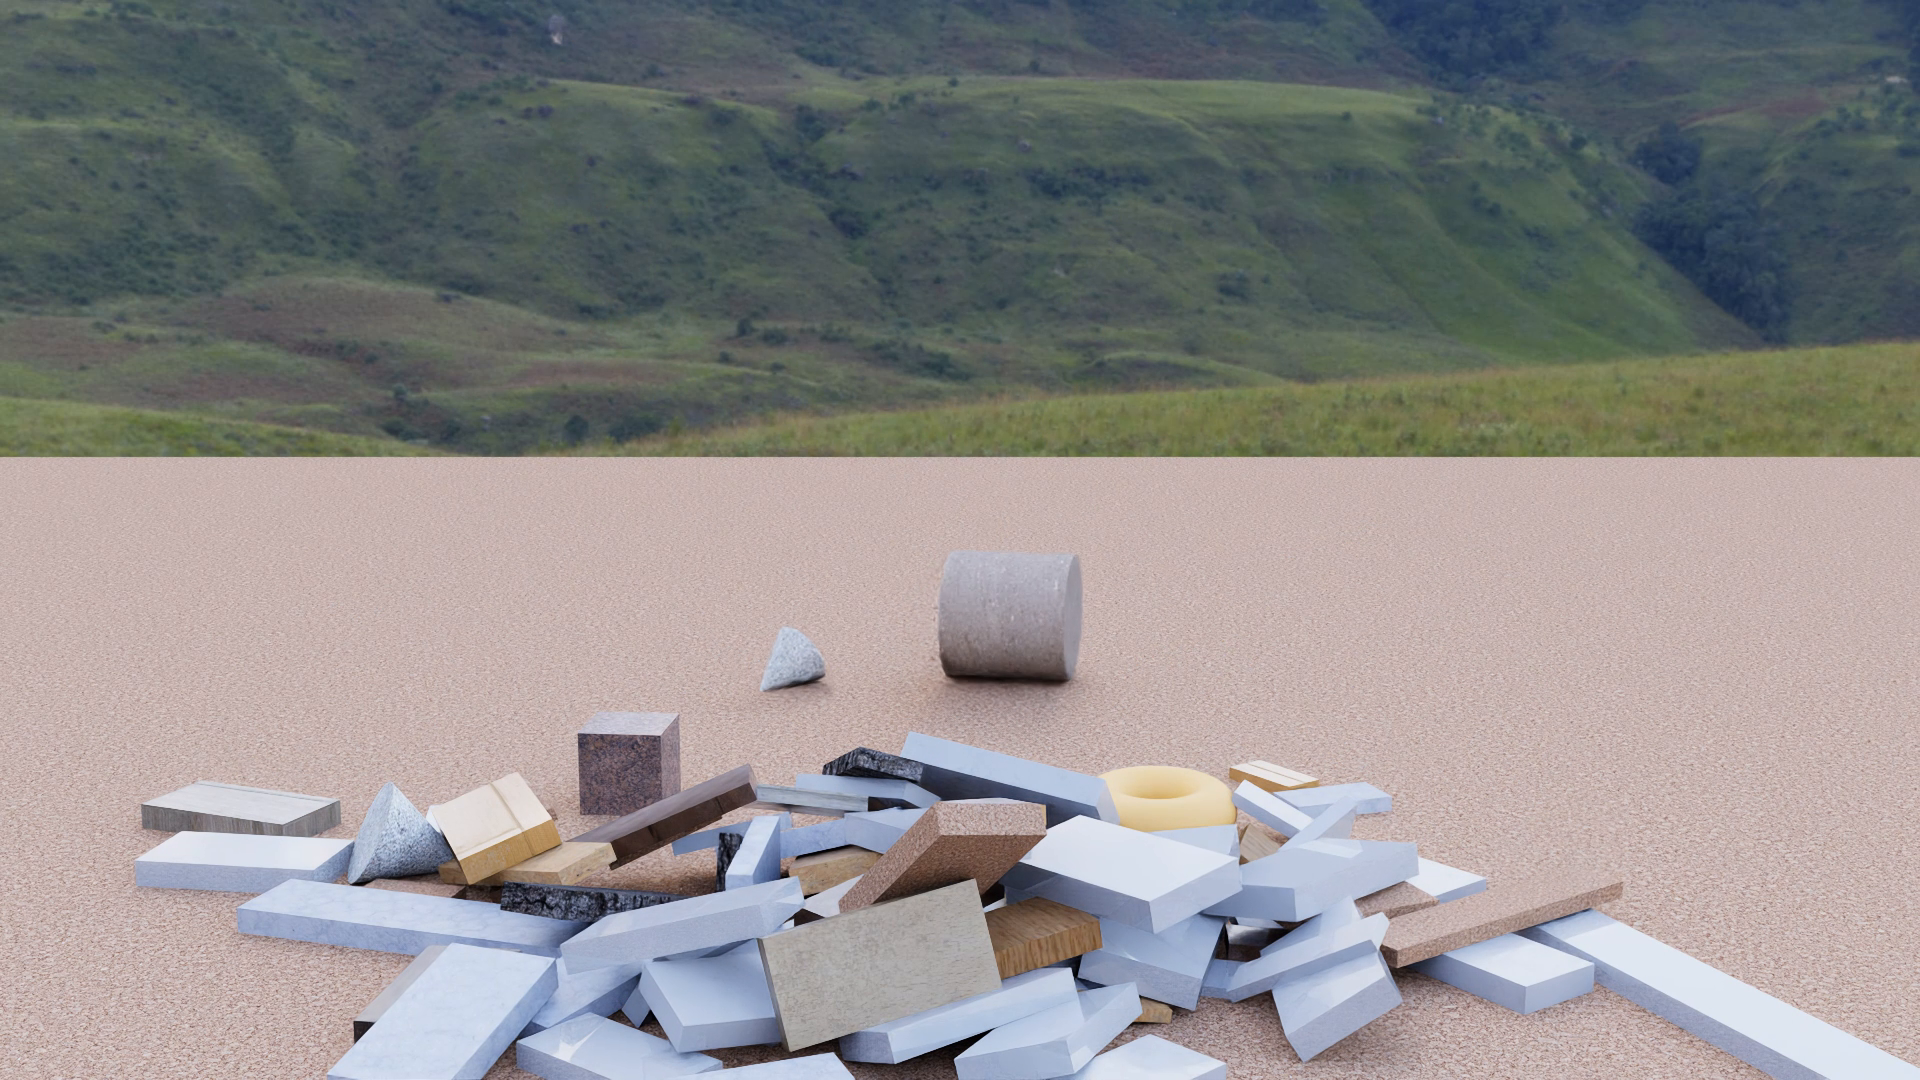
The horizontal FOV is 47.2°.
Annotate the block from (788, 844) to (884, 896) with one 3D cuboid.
[{"bbox_3d":[-0.192,0.530,3.585,0.154,0.044,0.309,-12,-3,-2],"label":"block"}]

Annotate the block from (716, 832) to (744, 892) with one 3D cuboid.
[{"bbox_3d":[-0.366,0.528,3.531,0.029,0.104,0.207,3,-11,-1],"label":"block"}]

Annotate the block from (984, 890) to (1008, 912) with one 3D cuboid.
[{"bbox_3d":[0.066,0.582,3.488,0.135,0.038,0.270,23,16,12],"label":"block"}]

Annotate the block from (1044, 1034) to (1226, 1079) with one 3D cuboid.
[{"bbox_3d":[0.203,0.698,2.785,0.260,0.037,0.130,-10,14,-43],"label":"block"}]

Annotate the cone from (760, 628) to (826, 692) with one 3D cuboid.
[{"bbox_3d":[-0.410,0.303,5.033,0.147,0.147,0.147,10,41,44],"label":"cone"}]

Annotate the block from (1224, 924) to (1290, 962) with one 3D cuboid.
[{"bbox_3d":[0.501,0.624,3.370,0.185,0.026,0.092,5,9,3],"label":"block"}]

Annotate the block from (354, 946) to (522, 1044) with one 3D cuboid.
[{"bbox_3d":[-0.749,0.660,3.177,0.145,0.041,0.290,1,11,7],"label":"block"}]

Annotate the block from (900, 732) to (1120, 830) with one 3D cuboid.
[{"bbox_3d":[0.088,0.430,3.801,0.358,0.051,0.179,12,-26,20],"label":"block"}]

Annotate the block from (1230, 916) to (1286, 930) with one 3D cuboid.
[{"bbox_3d":[0.481,0.603,3.529,0.092,0.026,0.185,0,11,-3],"label":"block"}]

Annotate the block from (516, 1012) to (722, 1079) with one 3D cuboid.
[{"bbox_3d":[-0.458,0.704,2.953,0.263,0.037,0.131,8,13,38],"label":"block"}]

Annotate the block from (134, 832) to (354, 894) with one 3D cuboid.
[{"bbox_3d":[-1.218,0.551,3.755,0.320,0.045,0.160,2,11,9],"label":"block"}]

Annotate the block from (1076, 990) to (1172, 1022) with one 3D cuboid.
[{"bbox_3d":[0.227,0.665,3.140,0.135,0.019,0.068,8,7,-23],"label":"block"}]

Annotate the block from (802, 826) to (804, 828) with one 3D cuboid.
[{"bbox_3d":[-0.171,0.522,3.983,0.256,0.019,0.068,-6,12,-28],"label":"block"}]

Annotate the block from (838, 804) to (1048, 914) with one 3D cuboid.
[{"bbox_3d":[-0.029,0.462,3.083,0.164,0.046,0.328,4,-33,-28],"label":"block"}]

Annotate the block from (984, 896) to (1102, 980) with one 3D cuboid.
[{"bbox_3d":[0.036,0.585,3.155,0.299,0.042,0.149,-13,12,-22],"label":"block"}]

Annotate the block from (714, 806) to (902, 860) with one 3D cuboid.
[{"bbox_3d":[-0.250,0.505,3.717,0.309,0.044,0.154,-12,-7,0],"label":"block"}]

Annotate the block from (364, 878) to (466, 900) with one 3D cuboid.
[{"bbox_3d":[-0.906,0.588,3.618,0.163,0.023,0.081,3,11,14],"label":"block"}]

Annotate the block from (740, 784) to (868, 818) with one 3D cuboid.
[{"bbox_3d":[-0.270,0.448,3.768,0.203,0.029,0.101,9,-16,-19],"label":"block"}]

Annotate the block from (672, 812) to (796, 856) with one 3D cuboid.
[{"bbox_3d":[-0.385,0.499,3.737,0.202,0.029,0.101,-13,-7,-3],"label":"block"}]

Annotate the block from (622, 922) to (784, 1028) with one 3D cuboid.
[{"bbox_3d":[-0.366,0.609,3.199,0.037,0.131,0.263,44,30,19],"label":"block"}]

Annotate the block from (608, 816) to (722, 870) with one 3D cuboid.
[{"bbox_3d":[-0.504,0.488,3.707,0.203,0.029,0.101,-25,12,-8],"label":"block"}]

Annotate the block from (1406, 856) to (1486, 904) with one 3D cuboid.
[{"bbox_3d":[0.701,0.584,3.582,0.304,0.043,0.152,-9,14,-39],"label":"block"}]

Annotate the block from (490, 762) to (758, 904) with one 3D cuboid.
[{"bbox_3d":[-0.555,0.490,3.642,0.461,0.033,0.115,-23,12,-1],"label":"block"}]

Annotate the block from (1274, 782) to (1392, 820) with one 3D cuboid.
[{"bbox_3d":[0.699,0.491,4.128,0.196,0.028,0.098,-4,11,-19],"label":"block"}]

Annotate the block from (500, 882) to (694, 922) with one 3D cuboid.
[{"bbox_3d":[-0.532,0.561,3.376,0.153,0.043,0.307,-1,-11,42],"label":"block"}]

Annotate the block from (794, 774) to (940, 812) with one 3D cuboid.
[{"bbox_3d":[-0.162,0.445,3.841,0.230,0.033,0.115,0,-21,32],"label":"block"}]

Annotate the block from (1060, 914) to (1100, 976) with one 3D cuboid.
[{"bbox_3d":[0.126,0.609,3.328,0.135,0.038,0.270,31,25,29],"label":"block"}]

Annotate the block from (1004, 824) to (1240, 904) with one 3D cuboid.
[{"bbox_3d":[0.254,0.505,3.424,0.348,0.049,0.174,-7,6,12],"label":"block"}]

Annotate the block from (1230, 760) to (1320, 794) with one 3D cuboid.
[{"bbox_3d":[0.611,0.465,4.279,0.082,0.023,0.165,-8,13,-35],"label":"block"}]

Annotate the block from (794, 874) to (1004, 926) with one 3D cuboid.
[{"bbox_3d":[-0.089,0.547,3.334,0.154,0.044,0.309,14,20,38],"label":"block"}]

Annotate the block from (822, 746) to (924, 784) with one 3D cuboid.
[{"bbox_3d":[-0.155,0.405,3.822,0.115,0.033,0.230,16,-18,-15],"label":"block"}]

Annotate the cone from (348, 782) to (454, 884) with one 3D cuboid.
[{"bbox_3d":[-0.924,0.531,3.766,0.182,0.182,0.182,25,1,-23],"label":"cone"}]

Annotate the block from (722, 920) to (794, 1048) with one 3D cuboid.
[{"bbox_3d":[-0.208,0.623,3.253,0.156,0.044,0.420,24,21,27],"label":"block"}]

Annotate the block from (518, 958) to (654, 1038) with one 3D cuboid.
[{"bbox_3d":[-0.537,0.641,3.169,0.131,0.037,0.263,12,24,37],"label":"block"}]
